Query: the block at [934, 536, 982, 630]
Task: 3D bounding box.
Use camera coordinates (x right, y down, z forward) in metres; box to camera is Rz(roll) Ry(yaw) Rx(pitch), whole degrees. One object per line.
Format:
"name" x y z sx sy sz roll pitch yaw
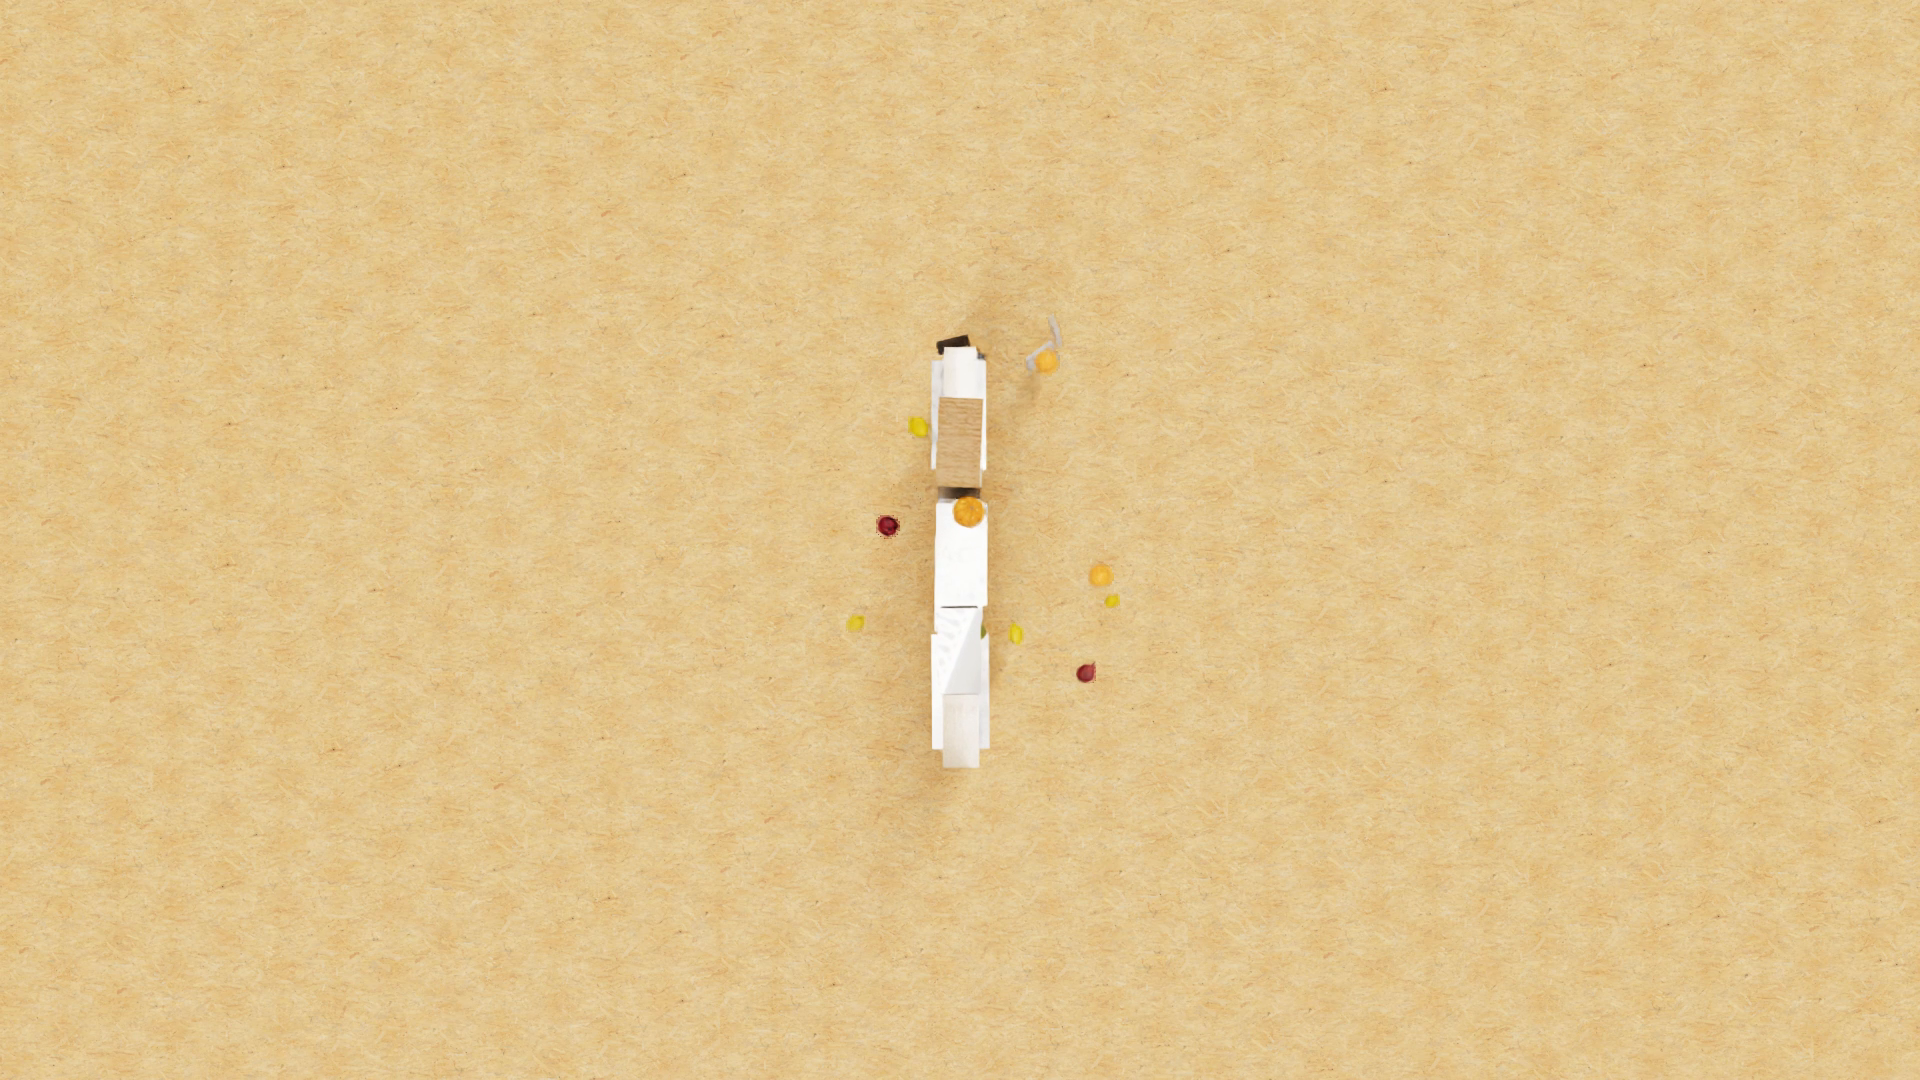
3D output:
"block" -0.004 0.129 4.981 0.144 0.041 0.287 0 90 0

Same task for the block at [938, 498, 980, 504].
"block" -0.002 -0.221 5.214 0.134 0.038 0.267 0 90 0

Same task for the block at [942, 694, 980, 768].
"block" 0.002 0.542 4.680 0.103 0.029 0.205 0 90 0

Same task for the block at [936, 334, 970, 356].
"block" -0.022 -0.633 5.346 0.105 0.015 0.053 -13 46 8

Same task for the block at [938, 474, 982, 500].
"block" -0.002 -0.155 4.782 0.123 0.400 0.035 4 86 0

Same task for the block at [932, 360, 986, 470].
"block" -0.004 -0.366 4.853 0.160 0.045 0.319 0 90 0

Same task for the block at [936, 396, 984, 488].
"block" -0.002 -0.269 4.564 0.123 0.035 0.247 3 90 0

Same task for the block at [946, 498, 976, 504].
"block" 0.004 -0.109 4.996 0.093 0.026 0.185 0 90 0

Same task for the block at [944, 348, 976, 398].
"block" 0.001 -0.448 4.634 0.091 0.026 0.183 0 90 0

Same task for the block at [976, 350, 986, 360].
"block" 0.044 -0.587 5.467 0.091 0.045 0.013 -48 48 17

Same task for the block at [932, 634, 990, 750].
"block" 0.002 0.450 4.924 0.170 0.048 0.340 0 90 0

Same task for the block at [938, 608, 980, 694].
"block" -0.001 0.312 4.643 0.120 0.034 0.239 0 90 0

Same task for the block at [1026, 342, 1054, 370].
"block" 0.258 -0.595 5.329 0.105 0.053 0.015 -37 60 -16

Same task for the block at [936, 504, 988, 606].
"block" 0.005 0.041 4.654 0.143 0.041 0.286 0 90 0

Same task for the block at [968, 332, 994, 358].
"block" 0.065 -0.643 5.423 0.091 0.013 0.045 35 58 -3

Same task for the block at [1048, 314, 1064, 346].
"block" 0.297 -0.649 5.112 0.015 0.105 0.053 -20 62 3
